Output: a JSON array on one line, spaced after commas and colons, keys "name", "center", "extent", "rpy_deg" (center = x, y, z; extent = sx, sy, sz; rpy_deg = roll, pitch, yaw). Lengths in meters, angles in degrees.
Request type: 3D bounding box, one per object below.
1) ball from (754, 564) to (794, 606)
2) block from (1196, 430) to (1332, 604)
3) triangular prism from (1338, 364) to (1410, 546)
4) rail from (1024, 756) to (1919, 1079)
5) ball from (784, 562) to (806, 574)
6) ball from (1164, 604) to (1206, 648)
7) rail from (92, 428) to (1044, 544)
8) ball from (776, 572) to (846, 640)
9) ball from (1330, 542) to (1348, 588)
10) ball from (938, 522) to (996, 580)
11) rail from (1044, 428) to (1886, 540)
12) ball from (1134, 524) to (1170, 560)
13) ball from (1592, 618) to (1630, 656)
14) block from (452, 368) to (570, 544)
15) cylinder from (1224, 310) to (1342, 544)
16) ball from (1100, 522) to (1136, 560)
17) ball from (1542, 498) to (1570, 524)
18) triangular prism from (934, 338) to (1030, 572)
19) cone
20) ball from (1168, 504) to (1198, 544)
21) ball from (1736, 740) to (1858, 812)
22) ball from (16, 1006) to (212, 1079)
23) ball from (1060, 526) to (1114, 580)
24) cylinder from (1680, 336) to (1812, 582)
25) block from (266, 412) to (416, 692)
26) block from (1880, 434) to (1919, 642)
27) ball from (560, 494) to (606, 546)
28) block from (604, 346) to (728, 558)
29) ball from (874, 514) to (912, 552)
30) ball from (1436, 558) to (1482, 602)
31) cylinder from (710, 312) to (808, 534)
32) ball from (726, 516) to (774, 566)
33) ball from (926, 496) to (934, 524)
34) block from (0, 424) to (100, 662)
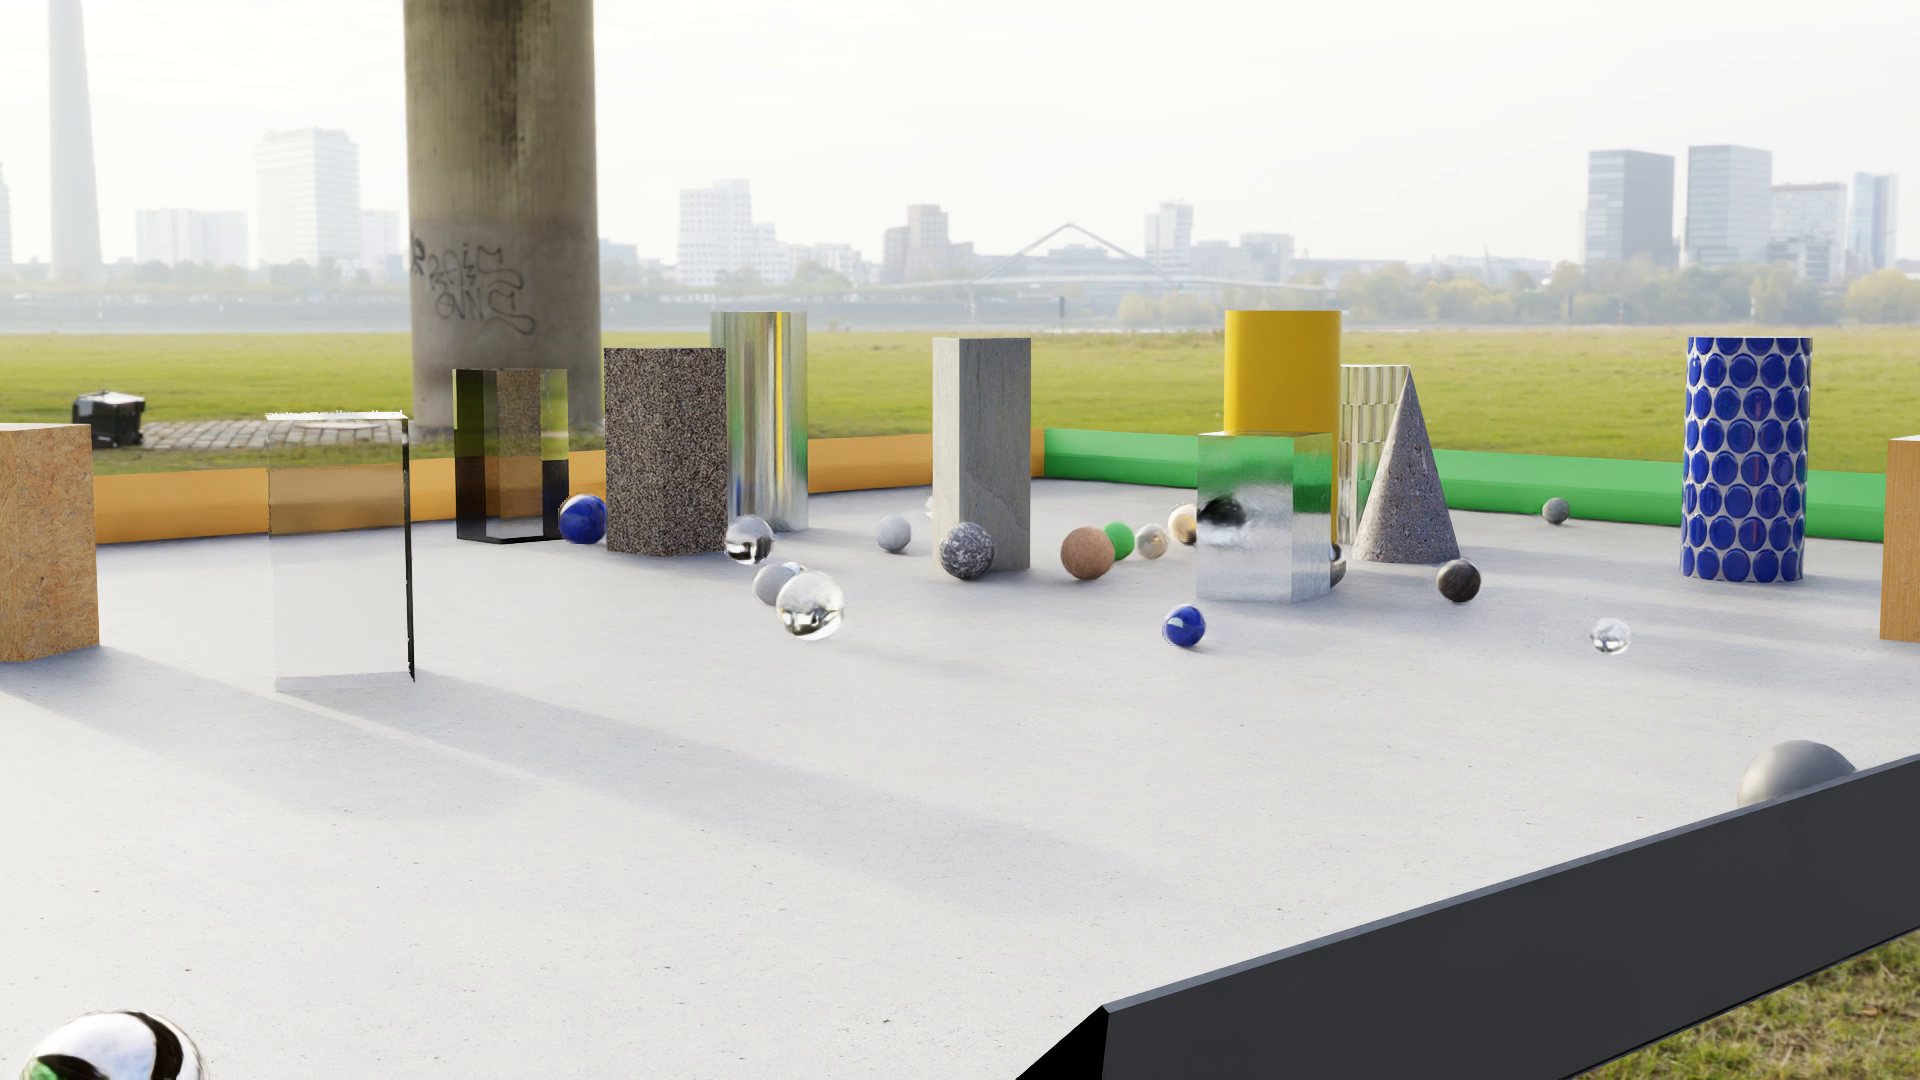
[{"name": "ball", "center": [-0.279, 0.067, 3.320], "extent": [0.065, 0.065, 0.065], "rpy_deg": [0, 6, 0]}, {"name": "block", "center": [0.475, -0.039, 3.430], "extent": [0.158, 0.254, 0.158], "rpy_deg": [4, 7, 31]}, {"name": "triangular prism", "center": [0.757, -0.169, 4.267], "extent": [0.171, 0.339, 0.148], "rpy_deg": [-6, 8, -43]}, {"name": "rail", "center": [1.180, 0.166, 2.060], "extent": [3.876, 0.128, 0.045], "rpy_deg": [-5, 8, -42]}, {"name": "ball", "center": [-0.266, 0.058, 3.490], "extent": [0.048, 0.048, 0.048], "rpy_deg": [0, 6, 0]}, {"name": "ball", "center": [0.298, 0.114, 2.915], "extent": [0.057, 0.057, 0.057], "rpy_deg": [0, 6, 0]}, {"name": "rail", "center": [-1.180, -0.100, 4.604], "extent": [3.876, 0.128, 0.045], "rpy_deg": [-5, 8, -42]}, {"name": "ball", "center": [-0.202, 0.089, 2.973], "extent": [0.094, 0.094, 0.094], "rpy_deg": [0, 6, 0]}, {"name": "ball", "center": [0.579, 0.040, 3.516], "extent": [0.080, 0.080, 0.080], "rpy_deg": [0, 6, 0]}, {"name": "ball", "center": [0.011, 0.018, 3.648], "extent": [0.095, 0.095, 0.095], "rpy_deg": [0, 6, 0]}, {"name": "rail", "center": [1.407, -0.101, 4.623], "extent": [0.045, 0.128, 3.529], "rpy_deg": [-5, 8, -42]}, {"name": "ball", "center": [0.345, 0.002, 3.948], "extent": [0.063, 0.063, 0.063], "rpy_deg": [0, 6, 0]}, {"name": "ball", "center": [0.843, 0.125, 2.848], "extent": [0.049, 0.049, 0.049], "rpy_deg": [0, 6, 0]}, {"name": "block", "center": [-0.874, -0.167, 4.283], "extent": [0.158, 0.331, 0.158], "rpy_deg": [-6, 8, -44]}, {"name": "cylinder", "center": [0.550, -0.170, 3.767], "extent": [0.197, 0.444, 0.197], "rpy_deg": [0, 6, 0]}, {"name": "ball", "center": [0.277, 0.002, 3.920], "extent": [0.070, 0.070, 0.070], "rpy_deg": [0, 6, 0]}, {"name": "ball", "center": [1.242, -0.059, 4.585], "extent": [0.054, 0.054, 0.054], "rpy_deg": [0, 6, 0]}, {"name": "triangular prism", "center": [0.009, -0.149, 3.792], "extent": [0.148, 0.398, 0.171], "rpy_deg": [6, 8, 44]}, {"name": "cone", "center": [0.806, -0.140, 3.959], "extent": [0.197, 0.344, 0.197], "rpy_deg": [0, 6, 0]}, {"name": "ball", "center": [0.436, -0.030, 4.207], "extent": [0.075, 0.075, 0.075], "rpy_deg": [0, 6, 0]}, {"name": "ball", "center": [0.681, 0.211, 1.781], "extent": [0.099, 0.099, 0.099], "rpy_deg": [0, 6, 0]}, {"name": "ball", "center": [-0.425, 0.283, 1.104], "extent": [0.096, 0.096, 0.096], "rpy_deg": [0, 6, 0]}, {"name": "ball", "center": [0.211, 0.022, 3.638], "extent": [0.089, 0.089, 0.089], "rpy_deg": [0, 6, 0]}, {"name": "cylinder", "center": [1.317, -0.140, 3.687], "extent": [0.197, 0.400, 0.197], "rpy_deg": [0, 6, 0]}, {"name": "block", "center": [-0.750, 0.009, 2.659], "extent": [0.158, 0.318, 0.158], "rpy_deg": [-2, 6, -18]}, {"name": "block", "center": [1.361, -0.002, 2.988], "extent": [0.158, 0.271, 0.158], "rpy_deg": [5, 8, 38]}, {"name": "ball", "center": [-0.712, -0.039, 4.182], "extent": [0.097, 0.097, 0.097], "rpy_deg": [0, 6, 0]}, {"name": "block", "center": [-0.544, -0.167, 4.071], "extent": [0.158, 0.376, 0.158], "rpy_deg": [5, 8, 40]}, {"name": "ball", "center": [-0.124, -0.013, 4.075], "extent": [0.068, 0.068, 0.068], "rpy_deg": [0, 6, 0]}, {"name": "ball", "center": [0.763, 0.062, 3.362], "extent": [0.067, 0.067, 0.067], "rpy_deg": [0, 6, 0]}, {"name": "cylinder", "center": [-0.409, -0.243, 4.479], "extent": [0.197, 0.442, 0.197], "rpy_deg": [0, 6, 0]}, {"name": "ball", "center": [-0.369, 0.002, 3.853], "extent": [0.085, 0.085, 0.085], "rpy_deg": [0, 6, 0]}, {"name": "ball", "center": [-0.038, -0.064, 4.558], "extent": [0.069, 0.069, 0.069], "rpy_deg": [0, 6, 0]}, {"name": "block", "center": [-1.249, -0.001, 2.876], "extent": [0.158, 0.294, 0.158], "rpy_deg": [1, 6, 13]}]
